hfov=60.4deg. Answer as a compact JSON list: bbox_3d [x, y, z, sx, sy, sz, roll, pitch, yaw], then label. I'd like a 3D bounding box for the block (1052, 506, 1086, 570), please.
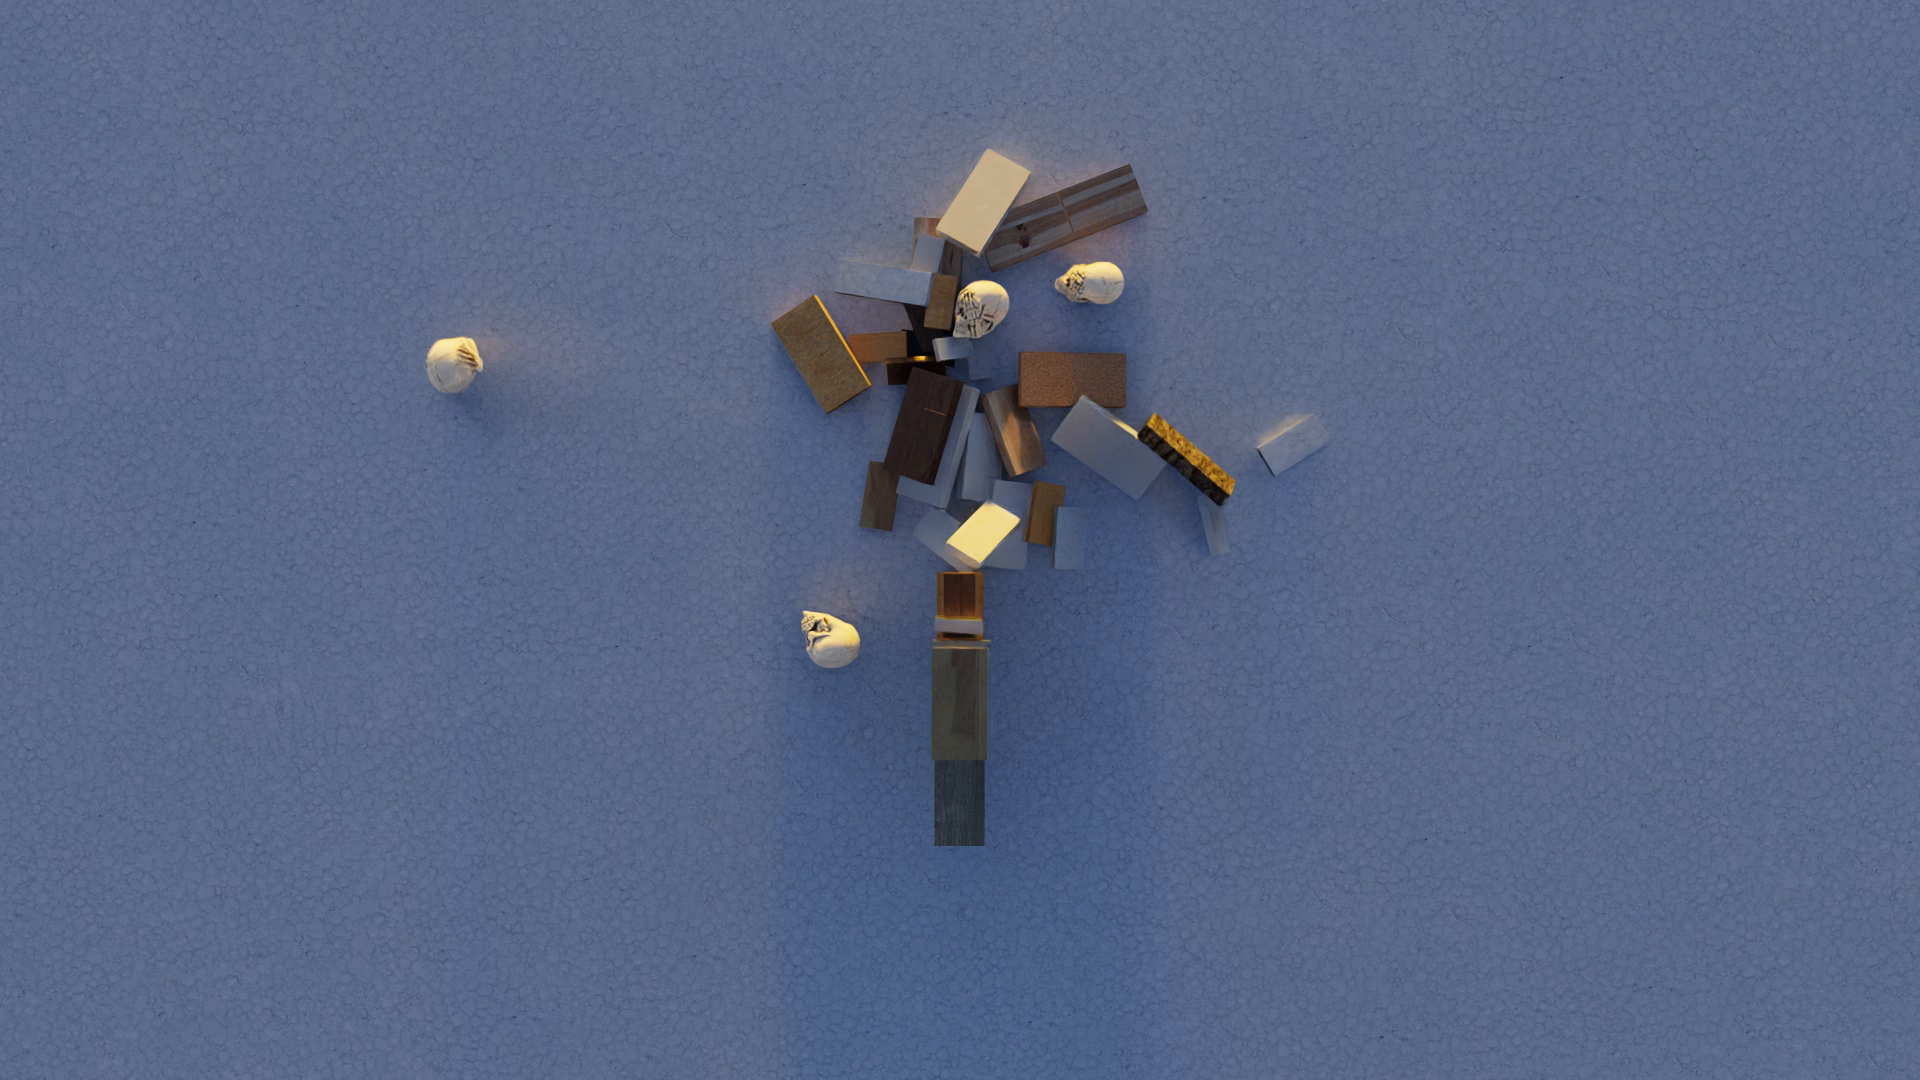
[{"bbox_3d":[0.361,-0.007,5.467,0.102,0.029,0.204,3,92,-17],"label":"block"}]

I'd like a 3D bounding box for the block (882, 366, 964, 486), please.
[{"bbox_3d":[-0.121,-0.373,5.388,0.175,0.050,0.350,20,97,27],"label":"block"}]

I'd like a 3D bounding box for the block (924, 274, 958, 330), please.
[{"bbox_3d":[-0.064,-0.782,5.415,0.089,0.025,0.177,8,90,-1],"label":"block"}]

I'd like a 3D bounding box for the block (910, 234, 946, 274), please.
[{"bbox_3d":[-0.112,-0.914,5.440,0.089,0.025,0.177,14,90,0],"label":"block"}]

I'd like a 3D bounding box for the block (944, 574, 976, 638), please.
[{"bbox_3d":[-0.002,0.197,4.963,0.095,0.027,0.191,0,90,0],"label":"block"}]

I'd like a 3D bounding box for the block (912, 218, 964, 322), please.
[{"bbox_3d":[-0.076,-0.897,5.476,0.167,0.047,0.333,3,90,0],"label":"block"}]

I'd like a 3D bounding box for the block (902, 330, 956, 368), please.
[{"bbox_3d":[-0.106,-0.637,5.486,0.193,0.027,0.096,10,90,0],"label":"block"}]

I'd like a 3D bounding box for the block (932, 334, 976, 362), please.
[{"bbox_3d":[-0.021,-0.631,5.426,0.147,0.021,0.073,-13,90,-37],"label":"block"}]

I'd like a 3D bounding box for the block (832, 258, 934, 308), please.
[{"bbox_3d":[-0.253,-0.847,5.434,0.331,0.031,0.110,12,90,18],"label":"block"}]

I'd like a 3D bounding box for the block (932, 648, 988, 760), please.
[{"bbox_3d":[-0.001,0.442,4.455,0.150,0.042,0.300,0,90,0],"label":"block"}]

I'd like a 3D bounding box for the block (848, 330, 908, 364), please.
[{"bbox_3d":[-0.269,-0.638,5.469,0.193,0.027,0.096,-2,90,10],"label":"block"}]

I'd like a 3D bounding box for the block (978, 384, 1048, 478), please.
[{"bbox_3d":[0.178,-0.362,5.443,0.143,0.041,0.286,-21,90,-35],"label":"block"}]

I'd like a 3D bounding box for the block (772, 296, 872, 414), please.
[{"bbox_3d":[-0.458,-0.613,5.460,0.175,0.050,0.350,-32,90,11],"label":"block"}]

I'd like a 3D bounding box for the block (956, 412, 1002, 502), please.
[{"bbox_3d":[0.072,-0.272,5.445,0.143,0.041,0.286,6,90,-32],"label":"block"}]

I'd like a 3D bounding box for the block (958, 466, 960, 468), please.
[{"bbox_3d":[-0.016,-0.285,5.467,0.057,0.016,0.113,10,99,-4],"label":"block"}]

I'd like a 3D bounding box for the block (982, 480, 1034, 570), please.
[{"bbox_3d":[0.157,-0.050,5.452,0.143,0.041,0.286,6,90,-24],"label":"block"}]

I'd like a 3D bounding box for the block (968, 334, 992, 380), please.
[{"bbox_3d":[0.063,-0.609,5.490,0.073,0.021,0.147,-6,90,0],"label":"block"}]

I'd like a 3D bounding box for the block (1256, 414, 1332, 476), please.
[{"bbox_3d":[1.110,-0.316,5.484,0.221,0.031,0.110,-32,90,0],"label":"block"}]

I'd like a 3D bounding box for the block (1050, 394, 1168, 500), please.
[{"bbox_3d":[0.493,-0.304,5.428,0.354,0.050,0.177,35,113,-5],"label":"block"}]

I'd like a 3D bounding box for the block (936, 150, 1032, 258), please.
[{"bbox_3d":[0.078,-1.110,5.433,0.167,0.047,0.333,30,78,7],"label":"block"}]

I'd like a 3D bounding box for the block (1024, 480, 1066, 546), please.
[{"bbox_3d":[0.283,-0.087,5.466,0.102,0.029,0.204,9,90,-24],"label":"block"}]

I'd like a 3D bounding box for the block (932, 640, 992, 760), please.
[{"bbox_3d":[0.004,0.465,4.800,0.171,0.049,0.343,0,90,0],"label":"block"}]

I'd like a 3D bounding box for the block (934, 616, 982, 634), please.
[{"bbox_3d":[-0.004,0.243,4.729,0.130,0.439,0.037,3,88,0],"label":"block"}]

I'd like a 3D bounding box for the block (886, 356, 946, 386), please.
[{"bbox_3d":[-0.144,-0.561,5.455,0.193,0.096,0.027,-2,47,0],"label":"block"}]

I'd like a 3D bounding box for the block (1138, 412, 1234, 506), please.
[{"bbox_3d":[0.743,-0.266,5.409,0.354,0.177,0.050,40,113,0],"label":"block"}]

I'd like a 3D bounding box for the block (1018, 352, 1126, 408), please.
[{"bbox_3d":[0.371,-0.529,5.448,0.354,0.050,0.177,0,90,-9],"label":"block"}]

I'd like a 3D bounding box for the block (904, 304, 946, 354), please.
[{"bbox_3d":[-0.113,-0.711,5.440,0.089,0.025,0.177,-21,90,0],"label":"block"}]

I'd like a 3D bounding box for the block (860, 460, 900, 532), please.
[{"bbox_3d":[-0.263,-0.146,5.484,0.110,0.031,0.221,9,90,0],"label":"block"}]

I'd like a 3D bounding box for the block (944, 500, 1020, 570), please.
[{"bbox_3d":[0.073,-0.018,5.296,0.130,0.037,0.259,32,47,13],"label":"block"}]

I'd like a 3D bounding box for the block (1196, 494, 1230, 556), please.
[{"bbox_3d":[0.838,-0.052,5.449,0.029,0.102,0.204,-13,90,31],"label":"block"}]

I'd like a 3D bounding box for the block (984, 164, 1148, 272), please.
[{"bbox_3d":[0.334,-1.067,5.476,0.553,0.047,0.167,-21,90,0],"label":"block"}]

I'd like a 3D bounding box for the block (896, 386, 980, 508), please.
[{"bbox_3d":[-0.073,-0.323,5.417,0.175,0.050,0.403,19,96,29],"label":"block"}]

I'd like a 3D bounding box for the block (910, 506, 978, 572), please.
[{"bbox_3d":[-0.026,0.003,5.430,0.259,0.037,0.130,37,92,23],"label":"block"}]

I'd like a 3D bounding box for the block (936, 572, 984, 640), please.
[{"bbox_3d":[0.001,0.247,5.188,0.146,0.041,0.292,0,90,0],"label":"block"}]

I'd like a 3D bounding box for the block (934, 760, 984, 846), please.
[{"bbox_3d":[-0.001,0.798,5.165,0.157,0.044,0.313,0,90,0],"label":"block"}]
